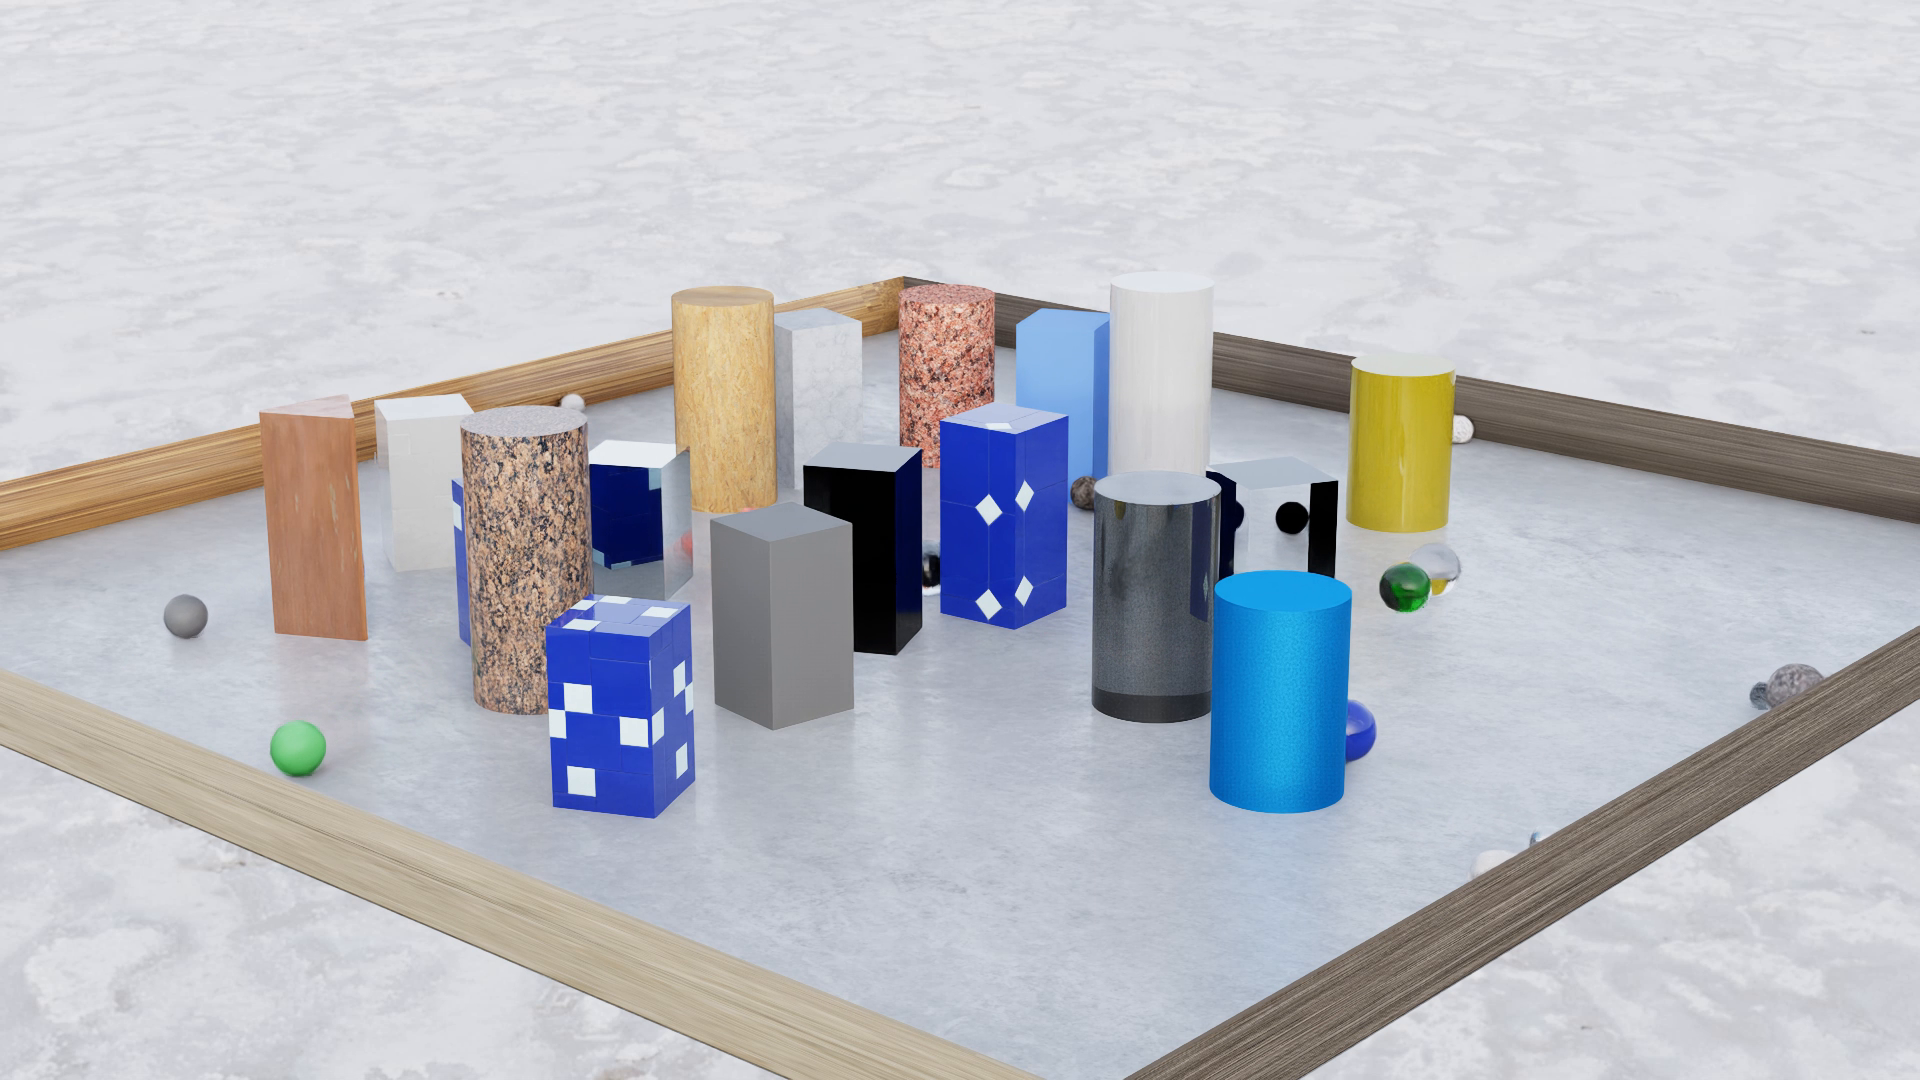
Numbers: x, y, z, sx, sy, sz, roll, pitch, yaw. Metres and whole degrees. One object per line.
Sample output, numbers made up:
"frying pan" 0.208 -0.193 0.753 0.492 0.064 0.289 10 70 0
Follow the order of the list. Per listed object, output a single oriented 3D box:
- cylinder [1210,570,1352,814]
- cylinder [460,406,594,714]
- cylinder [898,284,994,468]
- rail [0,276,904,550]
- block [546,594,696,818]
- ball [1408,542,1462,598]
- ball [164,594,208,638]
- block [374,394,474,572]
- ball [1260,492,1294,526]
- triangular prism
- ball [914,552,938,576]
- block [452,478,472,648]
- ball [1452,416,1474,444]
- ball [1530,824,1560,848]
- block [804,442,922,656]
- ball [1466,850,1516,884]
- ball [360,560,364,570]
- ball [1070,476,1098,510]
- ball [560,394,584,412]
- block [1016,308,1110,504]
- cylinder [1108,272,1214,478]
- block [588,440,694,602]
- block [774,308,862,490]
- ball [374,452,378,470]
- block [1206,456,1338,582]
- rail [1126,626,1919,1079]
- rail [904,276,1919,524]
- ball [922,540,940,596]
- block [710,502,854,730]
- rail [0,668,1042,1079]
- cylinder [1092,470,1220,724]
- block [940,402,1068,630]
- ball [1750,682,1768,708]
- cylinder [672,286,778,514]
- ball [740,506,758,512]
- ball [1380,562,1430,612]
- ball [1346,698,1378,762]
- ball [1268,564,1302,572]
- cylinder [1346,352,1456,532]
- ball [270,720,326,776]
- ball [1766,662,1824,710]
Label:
"cylinder" 0.459 0.216 4.210 0.195 0.301 0.195 0 17 0
"cylinder" -0.671 0.030 4.577 0.195 0.446 0.195 0 17 0
"cylinder" -0.027 -0.335 5.972 0.195 0.339 0.195 0 17 0
"rail" -1.114 -0.247 6.046 0.045 0.127 3.031 14 22 39
"block" -0.484 0.236 4.195 0.156 0.271 0.156 5 17 16
"ball" 0.824 0.053 5.107 0.096 0.096 0.096 0 17 0
"ball" -1.294 0.127 4.901 0.073 0.073 0.073 0 17 0
"block" -0.963 -0.105 5.312 0.156 0.280 0.156 -6 18 -18
"ball" 0.597 -0.059 5.535 0.062 0.062 0.062 0 17 0
"triangular prism" -1.053 -0.042 4.924 0.169 0.383 0.146 5 17 15
"ball" -0.062 0.042 5.235 0.043 0.043 0.043 0 17 0
"block" -0.732 0.041 4.835 0.156 0.276 0.156 -9 19 -26
"ball" 1.040 -0.231 6.111 0.059 0.059 0.059 0 17 0
"ball" 0.802 0.412 3.999 0.048 0.048 0.048 0 17 0
"block" -0.159 0.013 4.864 0.156 0.313 0.156 5 17 15
"ball" 0.702 0.445 3.832 0.081 0.081 0.081 0 17 0
"ball" -1.086 0.051 5.162 0.068 0.068 0.068 0 17 0
"ball" 0.244 -0.090 5.635 0.065 0.065 0.065 0 17 0
"ball" -0.837 -0.290 6.320 0.051 0.051 0.051 0 17 0
"block" 0.208 -0.262 5.719 0.156 0.345 0.156 6 18 19
"cylinder" 0.379 -0.267 5.550 0.195 0.452 0.195 0 17 0
"block" -0.570 -0.034 5.143 0.156 0.242 0.156 4 17 13
"block" -0.301 -0.284 5.836 0.156 0.319 0.156 -10 20 -31
"ball" -1.123 -0.156 5.829 0.079 0.079 0.079 0 17 0
"block" 0.496 0.050 4.711 0.156 0.329 0.156 -6 18 -20
"rail" 1.114 0.311 4.194 0.045 0.127 3.031 14 22 39
"rail" 0.978 -0.293 6.198 2.997 0.127 0.045 14 22 39
"ball" -0.058 0.048 5.119 0.097 0.097 0.097 0 17 0
"block" -0.275 0.116 4.543 0.156 0.301 0.156 -13 21 -37
"rail" -0.978 0.357 4.042 2.997 0.127 0.045 14 22 39
"cylinder" 0.304 0.087 4.555 0.195 0.350 0.195 0 17 0
"block" 0.075 -0.043 5.000 0.156 0.341 0.156 12 20 34
"ball" 1.253 0.242 4.572 0.042 0.042 0.042 0 17 0
"cylinder" -0.453 -0.272 5.652 0.195 0.404 0.195 0 17 0
"ball" -0.389 -0.033 5.458 0.057 0.057 0.057 0 17 0
"ball" 0.763 0.081 5.028 0.087 0.087 0.087 0 17 0
"ball" 0.571 0.282 4.348 0.095 0.095 0.095 0 17 0
"ball" 0.557 0.081 5.036 0.083 0.083 0.083 0 17 0
"cylinder" 0.832 -0.185 5.541 0.195 0.301 0.195 0 17 0
"ball" -0.970 0.305 4.298 0.081 0.081 0.081 0 17 0
"ball" 1.286 0.235 4.506 0.094 0.094 0.094 0 17 0
